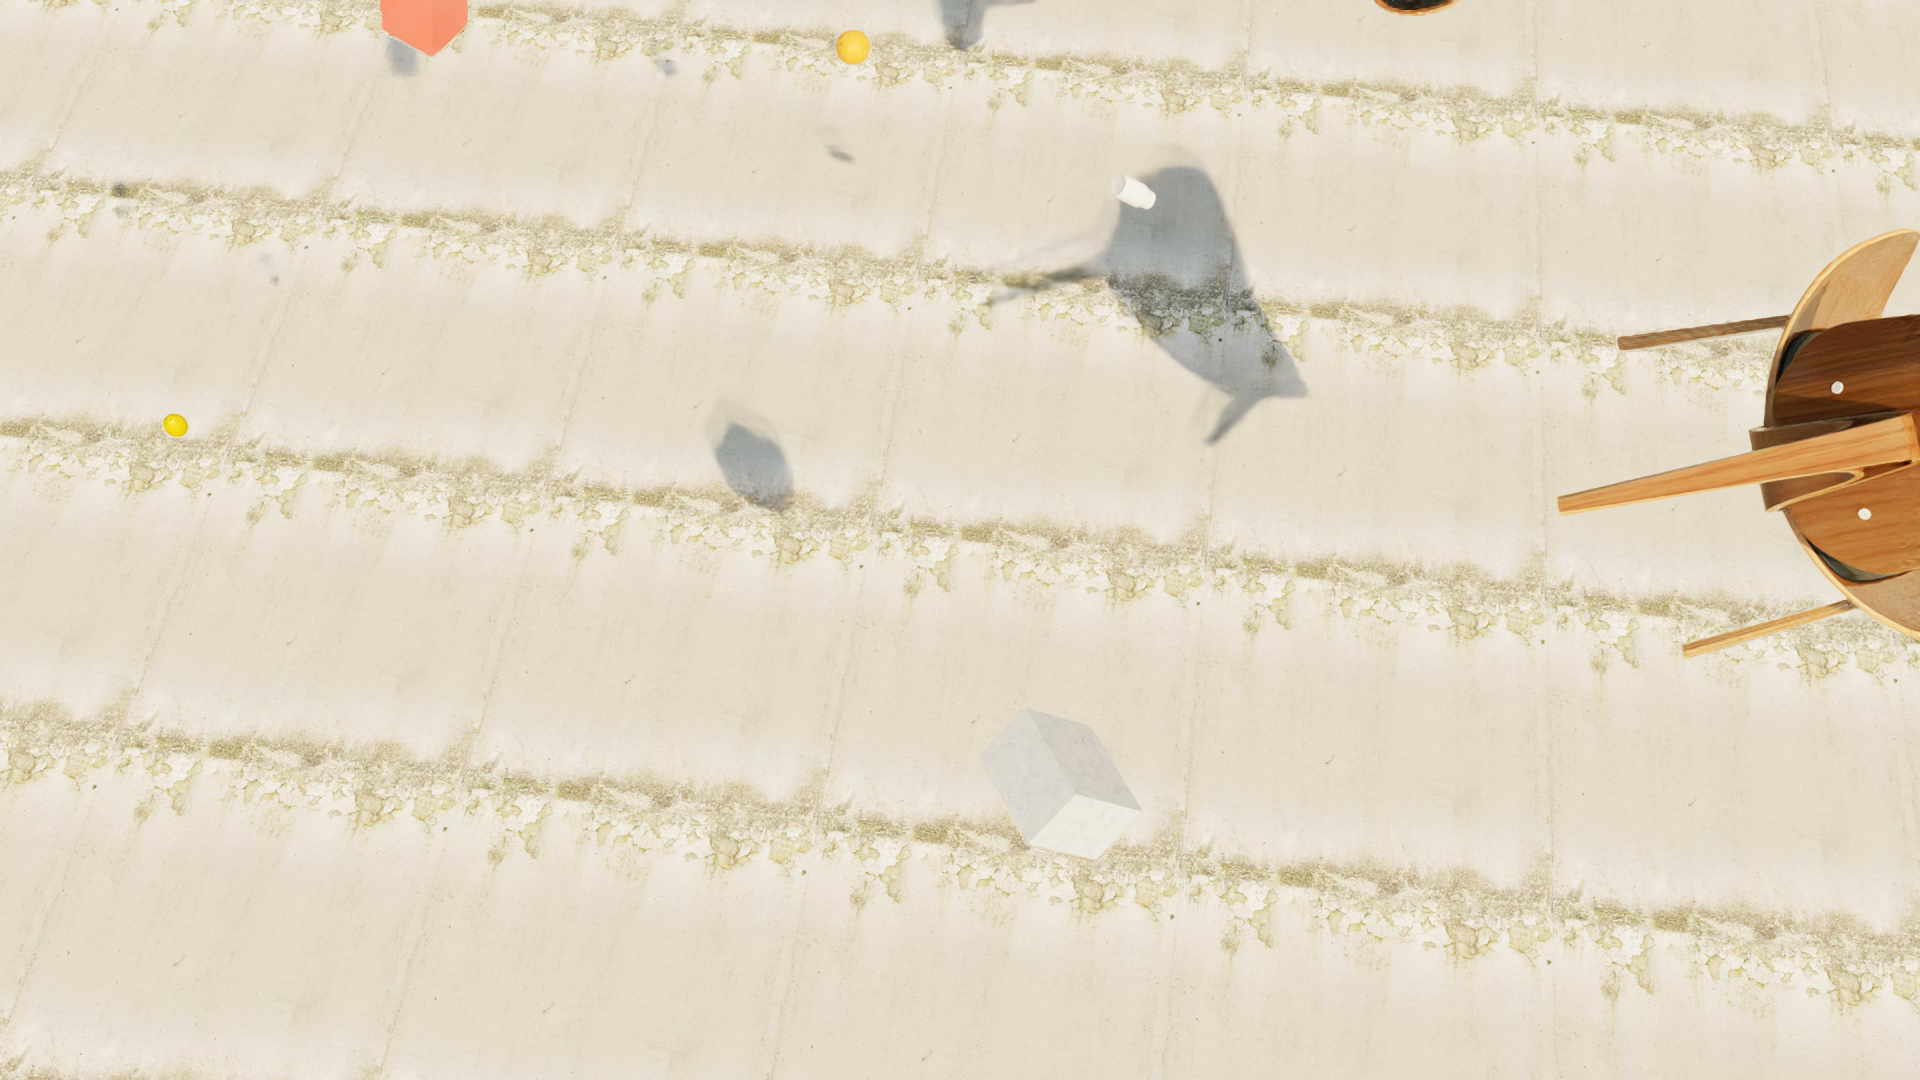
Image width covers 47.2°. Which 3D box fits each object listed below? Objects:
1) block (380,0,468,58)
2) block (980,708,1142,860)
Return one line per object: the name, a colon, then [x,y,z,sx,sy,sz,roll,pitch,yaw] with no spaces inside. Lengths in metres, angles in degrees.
block: [-0.683,-0.704,2.806,0.079,0.134,0.077,30,57,6]
block: [0.167,0.404,3.643,0.121,0.170,0.195,-49,47,21]
